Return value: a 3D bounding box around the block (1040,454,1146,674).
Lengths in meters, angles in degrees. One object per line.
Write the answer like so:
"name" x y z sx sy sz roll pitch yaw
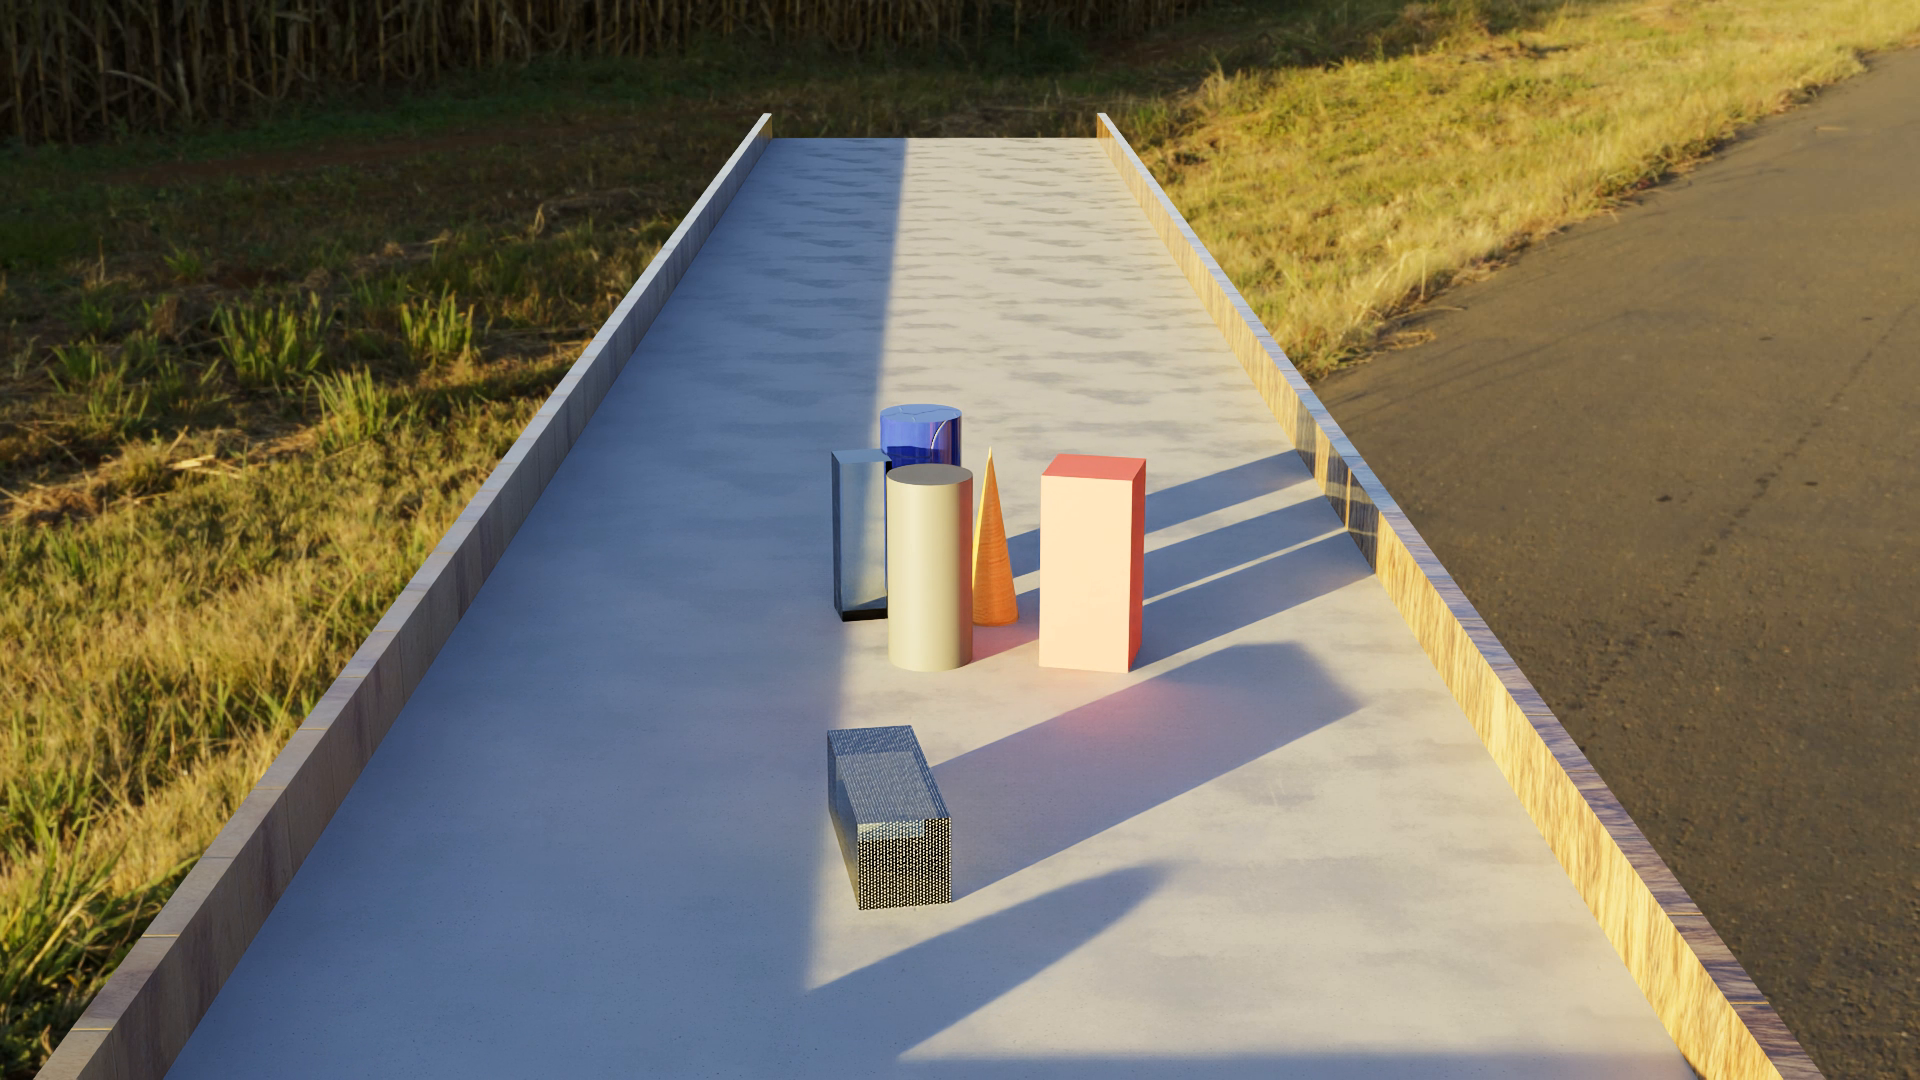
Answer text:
"block" 0.265 0.044 4.389 0.178 0.393 0.178 4 17 13

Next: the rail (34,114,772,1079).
"rail" -1.118 -0.838 7.780 0.050 0.150 12.000 0 17 -1

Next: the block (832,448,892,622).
"block" -0.207 -0.011 4.658 0.109 0.345 0.109 -4 17 -12

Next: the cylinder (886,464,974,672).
"cylinder" -0.059 0.054 4.377 0.170 0.381 0.170 0 17 0

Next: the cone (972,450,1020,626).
"cone" 0.063 -0.016 4.621 0.127 0.376 0.127 0 17 0

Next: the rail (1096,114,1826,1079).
"rail" 0.932 -0.844 7.801 0.050 0.150 12.000 0 17 -1

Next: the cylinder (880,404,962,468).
"cylinder" -0.085 -0.092 4.857 0.179 0.387 0.179 0 17 0

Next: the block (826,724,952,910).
"block" -0.118 0.436 3.512 0.142 0.142 0.389 -3 17 -10
